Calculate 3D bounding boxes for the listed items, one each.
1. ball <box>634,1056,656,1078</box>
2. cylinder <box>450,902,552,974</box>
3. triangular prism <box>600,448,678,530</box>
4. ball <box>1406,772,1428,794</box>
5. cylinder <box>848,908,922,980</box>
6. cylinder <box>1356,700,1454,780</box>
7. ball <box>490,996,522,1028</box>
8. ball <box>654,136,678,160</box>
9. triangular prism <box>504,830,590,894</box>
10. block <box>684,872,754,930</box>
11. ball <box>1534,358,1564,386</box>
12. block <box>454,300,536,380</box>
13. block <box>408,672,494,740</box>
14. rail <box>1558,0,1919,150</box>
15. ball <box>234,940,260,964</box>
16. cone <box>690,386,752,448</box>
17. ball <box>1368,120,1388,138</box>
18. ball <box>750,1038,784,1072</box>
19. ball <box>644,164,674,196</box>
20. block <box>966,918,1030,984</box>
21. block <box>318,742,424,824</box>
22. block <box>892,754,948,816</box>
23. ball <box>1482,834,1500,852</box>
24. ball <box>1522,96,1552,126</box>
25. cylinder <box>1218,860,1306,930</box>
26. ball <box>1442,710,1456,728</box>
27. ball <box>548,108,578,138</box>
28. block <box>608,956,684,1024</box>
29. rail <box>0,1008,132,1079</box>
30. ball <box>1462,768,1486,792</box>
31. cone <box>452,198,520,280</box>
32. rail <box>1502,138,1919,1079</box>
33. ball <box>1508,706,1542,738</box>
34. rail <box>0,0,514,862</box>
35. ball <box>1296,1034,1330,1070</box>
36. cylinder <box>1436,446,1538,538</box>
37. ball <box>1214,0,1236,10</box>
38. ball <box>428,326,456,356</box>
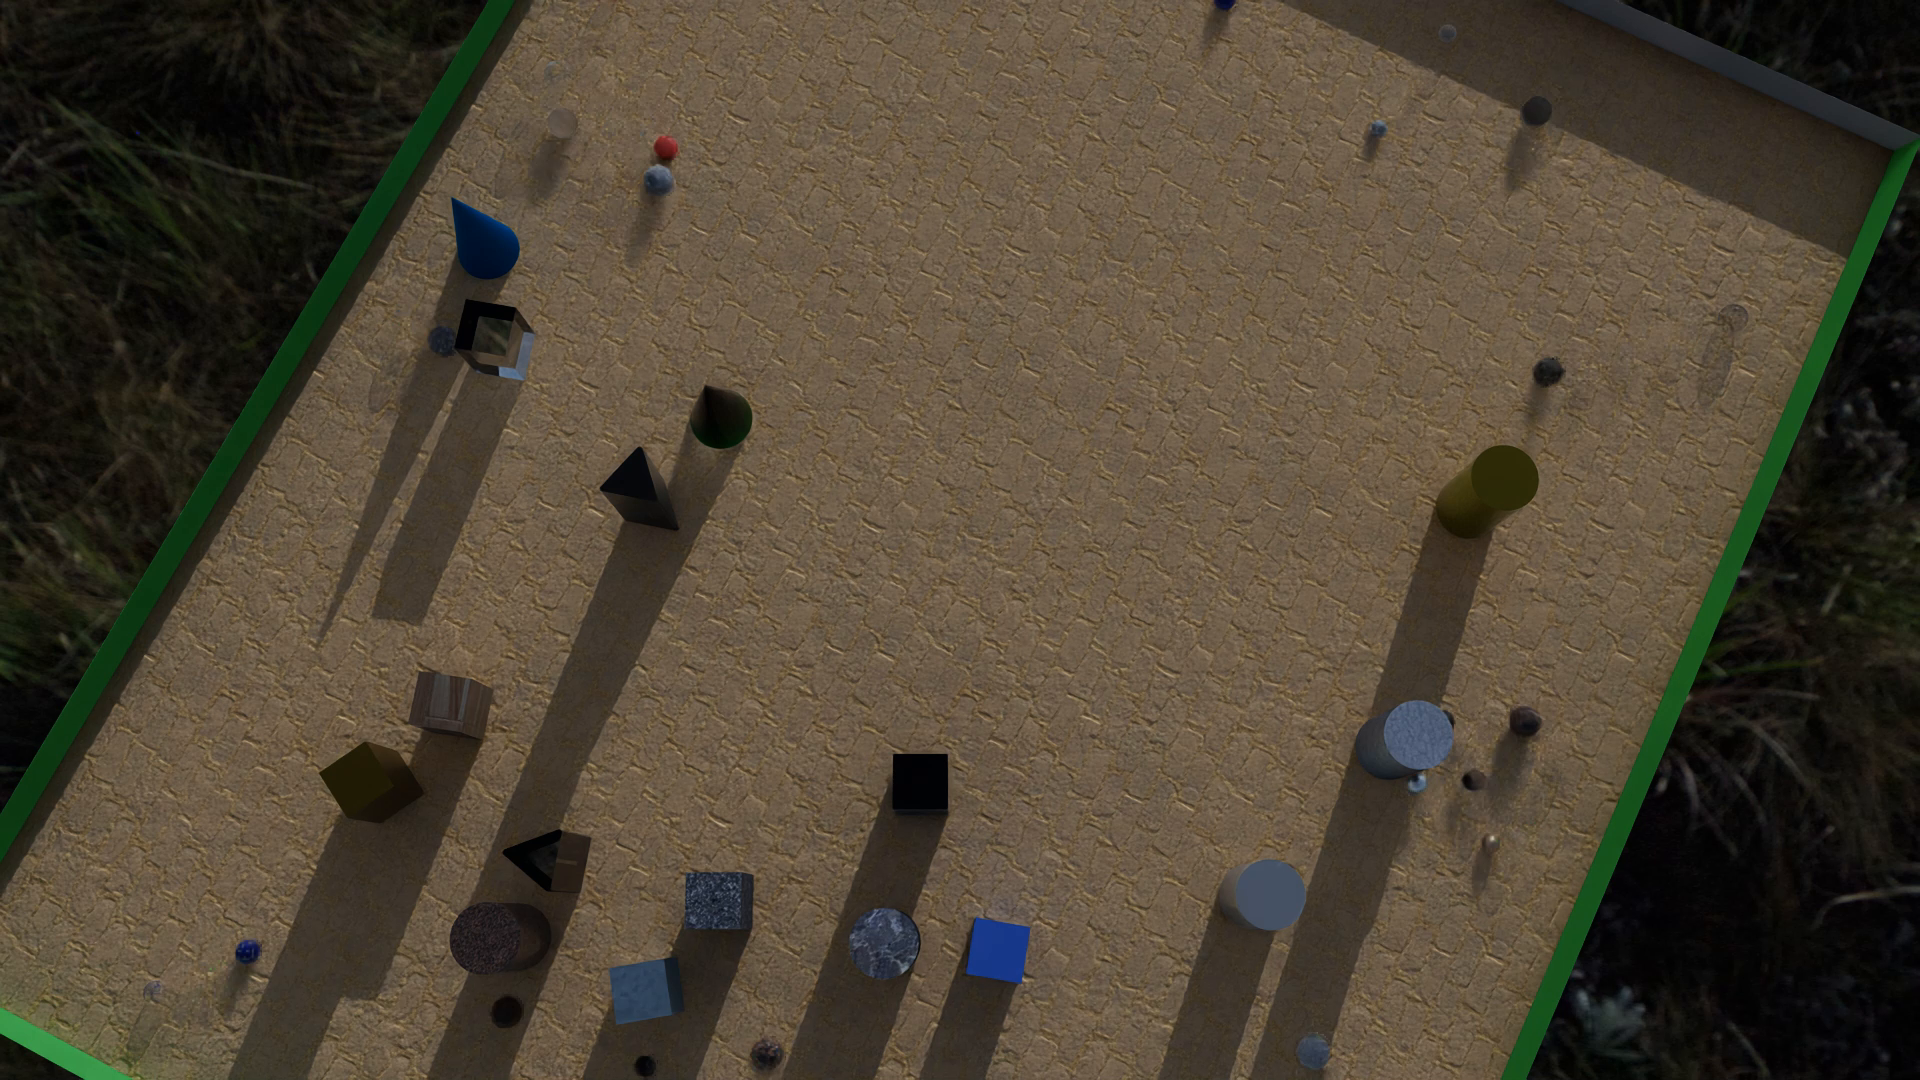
[{"bbox_3d":[-0.906,1.514,5.273,0.061,0.061,0.061,0,78,0],"label":"ball"},{"bbox_3d":[-1.296,1.126,5.188,0.194,0.384,0.194,0,78,0],"label":"cylinder"},{"bbox_3d":[-0.932,-0.158,5.443,0.168,0.403,0.145,11,79,2],"label":"triangular prism"},{"bbox_3d":[1.351,0.719,5.418,0.068,0.068,0.068,0,78,0],"label":"ball"},{"bbox_3d":[-0.211,1.148,5.224,0.194,0.303,0.194,0,78,0],"label":"cylinder"},{"bbox_3d":[1.280,0.583,5.302,0.194,0.380,0.194,0,78,0],"label":"cylinder"},{"bbox_3d":[-1.309,1.364,5.289,0.089,0.089,0.089,0,78,0],"label":"ball"},{"bbox_3d":[-0.938,-1.251,5.838,0.074,0.074,0.074,0,78,0],"label":"ball"},{"bbox_3d":[-1.142,0.893,5.222,0.168,0.411,0.145,39,81,7],"label":"triangular prism"},{"bbox_3d":[-0.687,1.035,5.250,0.155,0.298,0.155,0,78,0],"label":"block"},{"bbox_3d":[1.823,-0.521,5.679,0.089,0.089,0.089,0,78,0],"label":"ball"},{"bbox_3d":[-1.422,-0.611,5.614,0.155,0.253,0.155,10,78,2],"label":"block"},{"bbox_3d":[-1.494,0.489,5.388,0.155,0.249,0.155,8,78,2],"label":"block"},{"bbox_3d":[1.109,-2.165,5.999,4.256,0.126,0.045,26,80,5],"label":"rail"},{"bbox_3d":[-2.074,1.199,5.333,0.069,0.069,0.069,0,78,0],"label":"ball"},{"bbox_3d":[-0.741,-0.414,5.514,0.194,0.368,0.194,0,78,0],"label":"cone"},{"bbox_3d":[1.336,-1.312,5.858,0.058,0.058,0.058,0,78,0],"label":"ball"},{"bbox_3d":[-0.554,1.477,5.263,0.094,0.094,0.094,0,78,0],"label":"ball"},{"bbox_3d":[-0.955,-1.139,5.803,0.096,0.096,0.096,0,78,0],"label":"ball"},{"bbox_3d":[0.107,1.170,5.233,0.155,0.276,0.155,9,78,2],"label":"block"},{"bbox_3d":[-1.702,0.706,5.316,0.155,0.302,0.155,-35,80,-7],"label":"block"},{"bbox_3d":[-0.112,0.712,5.318,0.155,0.297,0.155,0,78,0],"label":"block"},{"bbox_3d":[1.566,0.895,5.403,0.055,0.055,0.055,0,78,0],"label":"ball"},{"bbox_3d":[1.842,-1.368,5.852,0.094,0.094,0.094,0,78,0],"label":"ball"},{"bbox_3d":[0.860,1.015,5.234,0.194,0.338,0.194,0,78,0],"label":"cylinder"},{"bbox_3d":[1.447,0.541,5.473,0.062,0.062,0.062,0,78,0],"label":"ball"},{"bbox_3d":[-1.268,-1.330,5.843,0.096,0.096,0.096,0,78,0],"label":"ball"},{"bbox_3d":[-0.891,1.283,5.225,0.155,0.246,0.155,-10,78,-2],"label":"block"},{"bbox_3d":[-1.109,2.178,5.100,4.256,0.126,0.045,26,80,5],"label":"rail"},{"bbox_3d":[1.525,0.713,5.434,0.068,0.068,0.068,0,78,0],"label":"ball"},{"bbox_3d":[-1.493,-0.963,5.591,0.194,0.440,0.194,0,78,0],"label":"cone"},{"bbox_3d":[1.882,0.928,5.359,0.045,0.126,5.006,26,80,5],"label":"rail"},{"bbox_3d":[1.683,0.540,5.457,0.093,0.093,0.093,0,78,0],"label":"ball"},{"bbox_3d":[-1.882,-0.915,5.740,0.045,0.126,5.006,26,80,5],"label":"rail"},{"bbox_3d":[1.015,1.471,5.263,0.097,0.097,0.097,0,78,0],"label":"ball"},{"bbox_3d":[1.561,-0.138,5.443,0.194,0.397,0.194,0,78,0],"label":"cylinder"},{"bbox_3d":[0.859,-1.755,5.944,0.070,0.070,0.070,0,78,0],"label":"ball"},{"bbox_3d":[-1.607,-0.619,5.699,0.090,0.090,0.090,0,78,0],"label":"ball"}]
